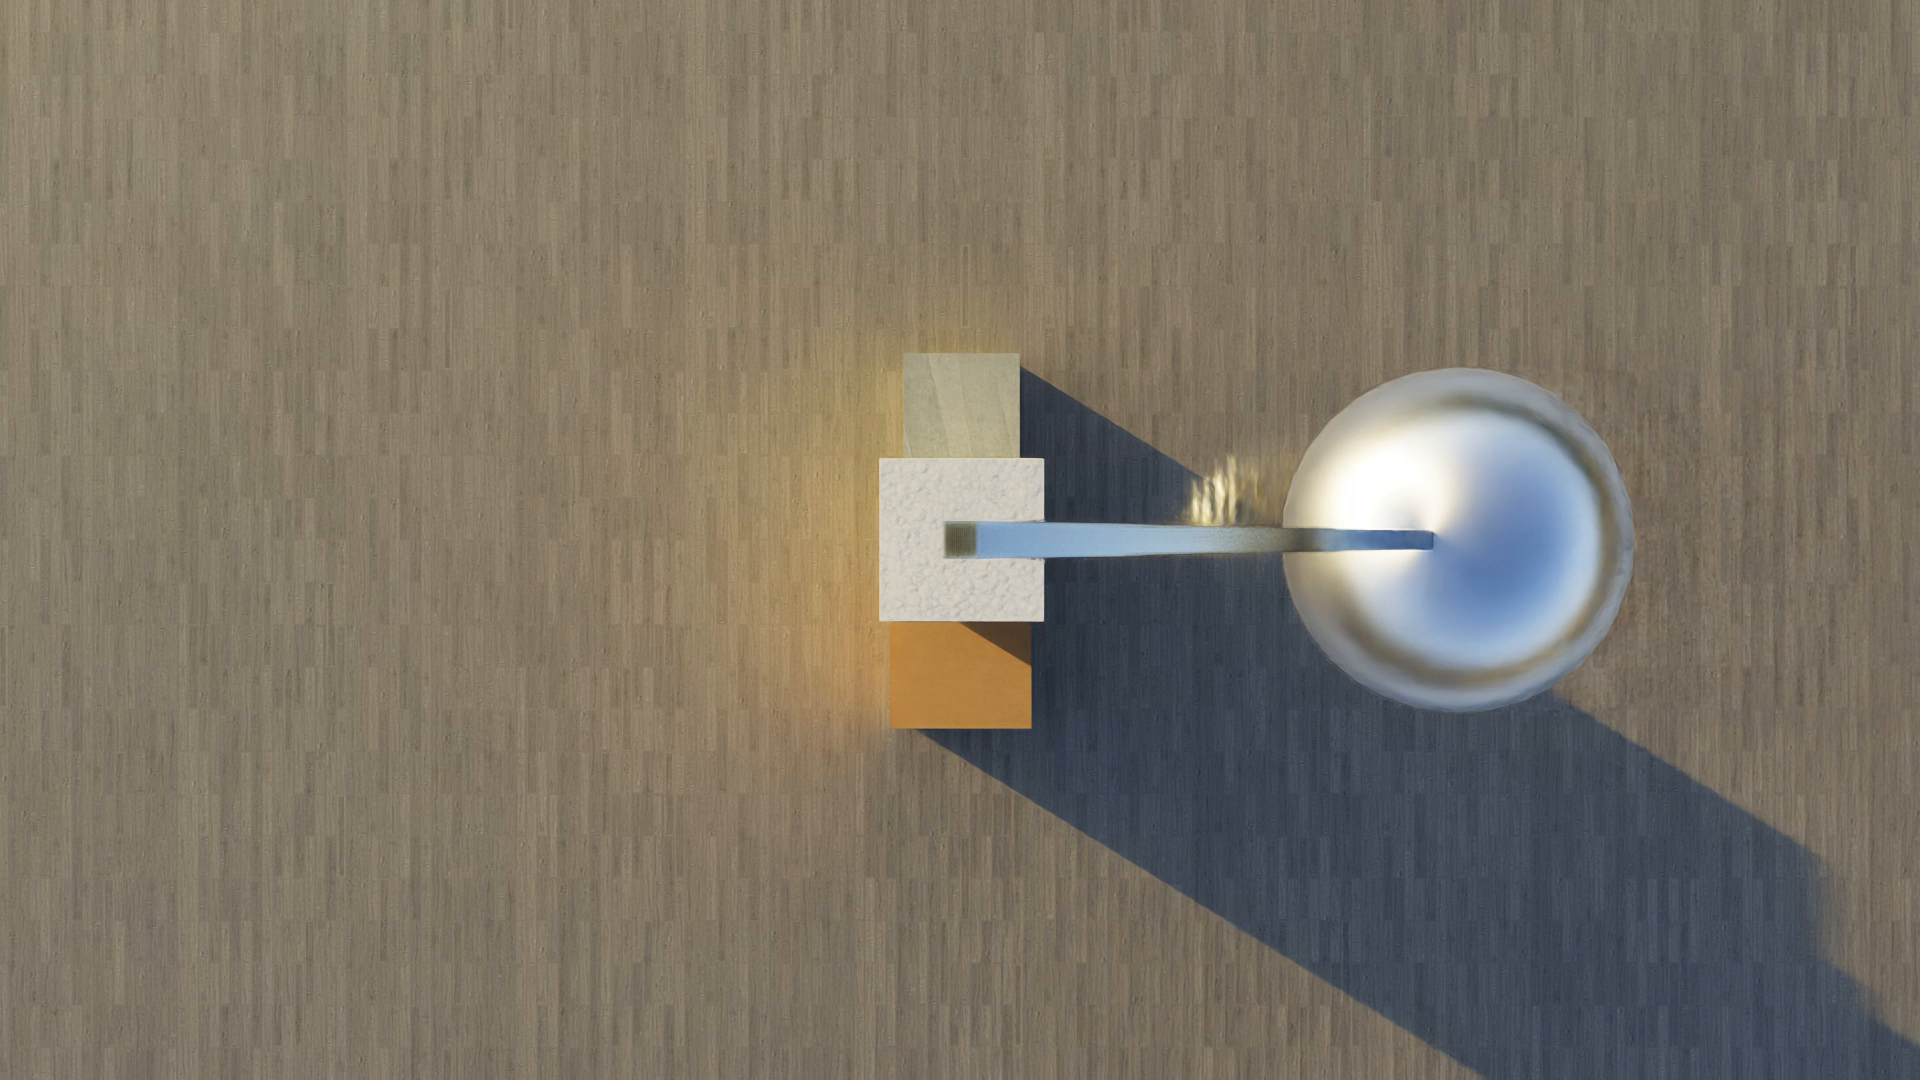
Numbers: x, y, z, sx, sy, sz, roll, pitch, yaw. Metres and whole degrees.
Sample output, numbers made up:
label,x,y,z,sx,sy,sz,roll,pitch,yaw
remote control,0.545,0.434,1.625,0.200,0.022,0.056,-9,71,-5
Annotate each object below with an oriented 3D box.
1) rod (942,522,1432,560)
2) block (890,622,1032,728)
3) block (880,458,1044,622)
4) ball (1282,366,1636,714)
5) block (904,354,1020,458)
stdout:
label,x,y,z,sx,sy,sz,roll,pitch,yaw
rod,0.994,0.000,7.047,0.080,5.200,0.080,0,90,22
block,0.004,0.688,12.598,0.783,0.803,0.715,0,90,0
block,0.008,0.000,9.376,0.680,0.604,0.671,0,90,0
ball,2.295,0.000,10.188,1.600,1.600,1.600,0,90,0
block,0.009,-0.747,12.655,0.650,0.691,0.597,0,90,0
